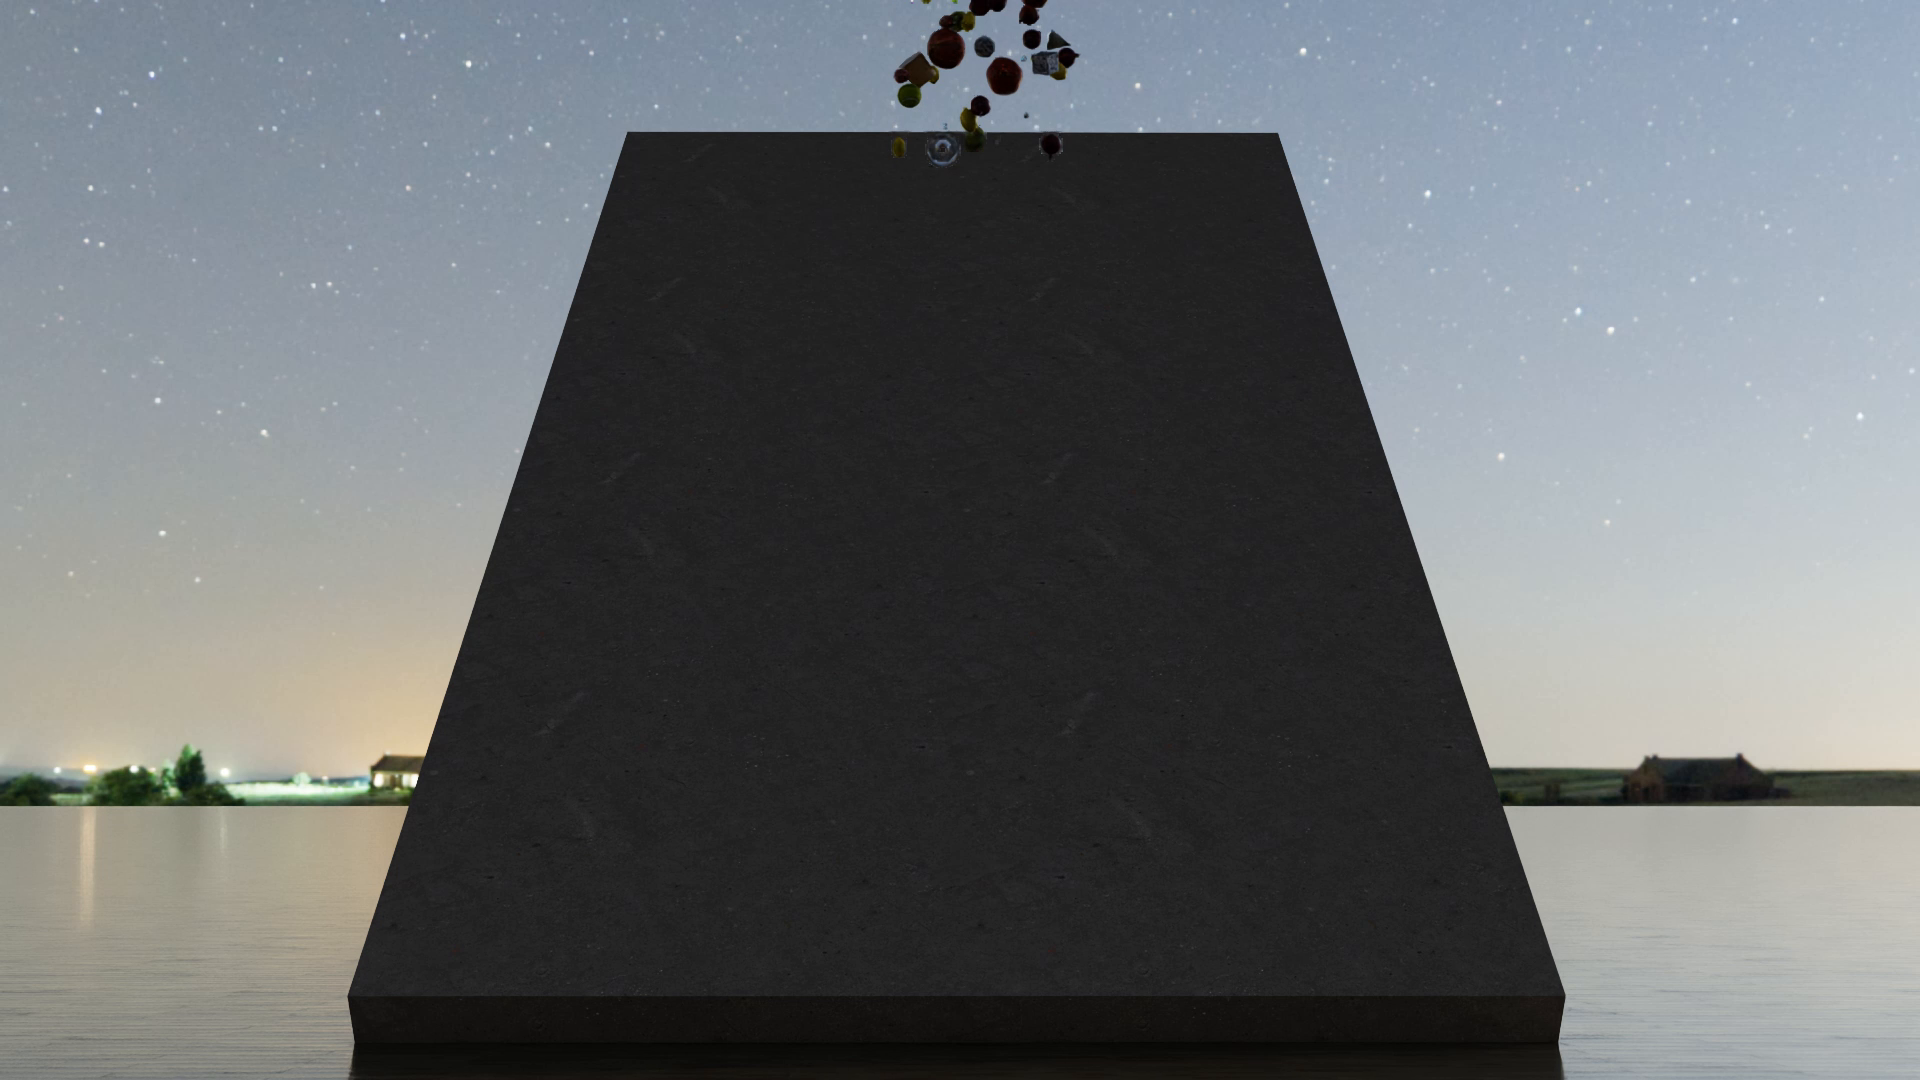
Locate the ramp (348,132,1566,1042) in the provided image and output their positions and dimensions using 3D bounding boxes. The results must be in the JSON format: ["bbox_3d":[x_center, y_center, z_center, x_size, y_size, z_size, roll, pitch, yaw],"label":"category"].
[{"bbox_3d":[-0.013,-0.209,5.722,2.000,0.100,4.000,0,30,0],"label":"ramp"}]

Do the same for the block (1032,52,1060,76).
[{"bbox_3d":[0.248,-1.379,6.988,0.055,0.055,0.055,12,28,35],"label":"block"}]

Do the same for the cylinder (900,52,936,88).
[{"bbox_3d":[-0.124,-1.378,7.085,0.077,0.077,0.077,-34,19,13],"label":"cylinder"}]

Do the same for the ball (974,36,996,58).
[{"bbox_3d":[0.074,-1.491,7.308,0.065,0.065,0.065,0,-6,0],"label":"ball"}]

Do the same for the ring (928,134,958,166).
[{"bbox_3d":[-0.049,-1.138,7.044,0.092,0.092,0.031,2,11,-15],"label":"ring"}]

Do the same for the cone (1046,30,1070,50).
[{"bbox_3d":[0.291,-1.453,7.053,0.065,0.065,0.065,14,-6,1],"label":"cone"}]
